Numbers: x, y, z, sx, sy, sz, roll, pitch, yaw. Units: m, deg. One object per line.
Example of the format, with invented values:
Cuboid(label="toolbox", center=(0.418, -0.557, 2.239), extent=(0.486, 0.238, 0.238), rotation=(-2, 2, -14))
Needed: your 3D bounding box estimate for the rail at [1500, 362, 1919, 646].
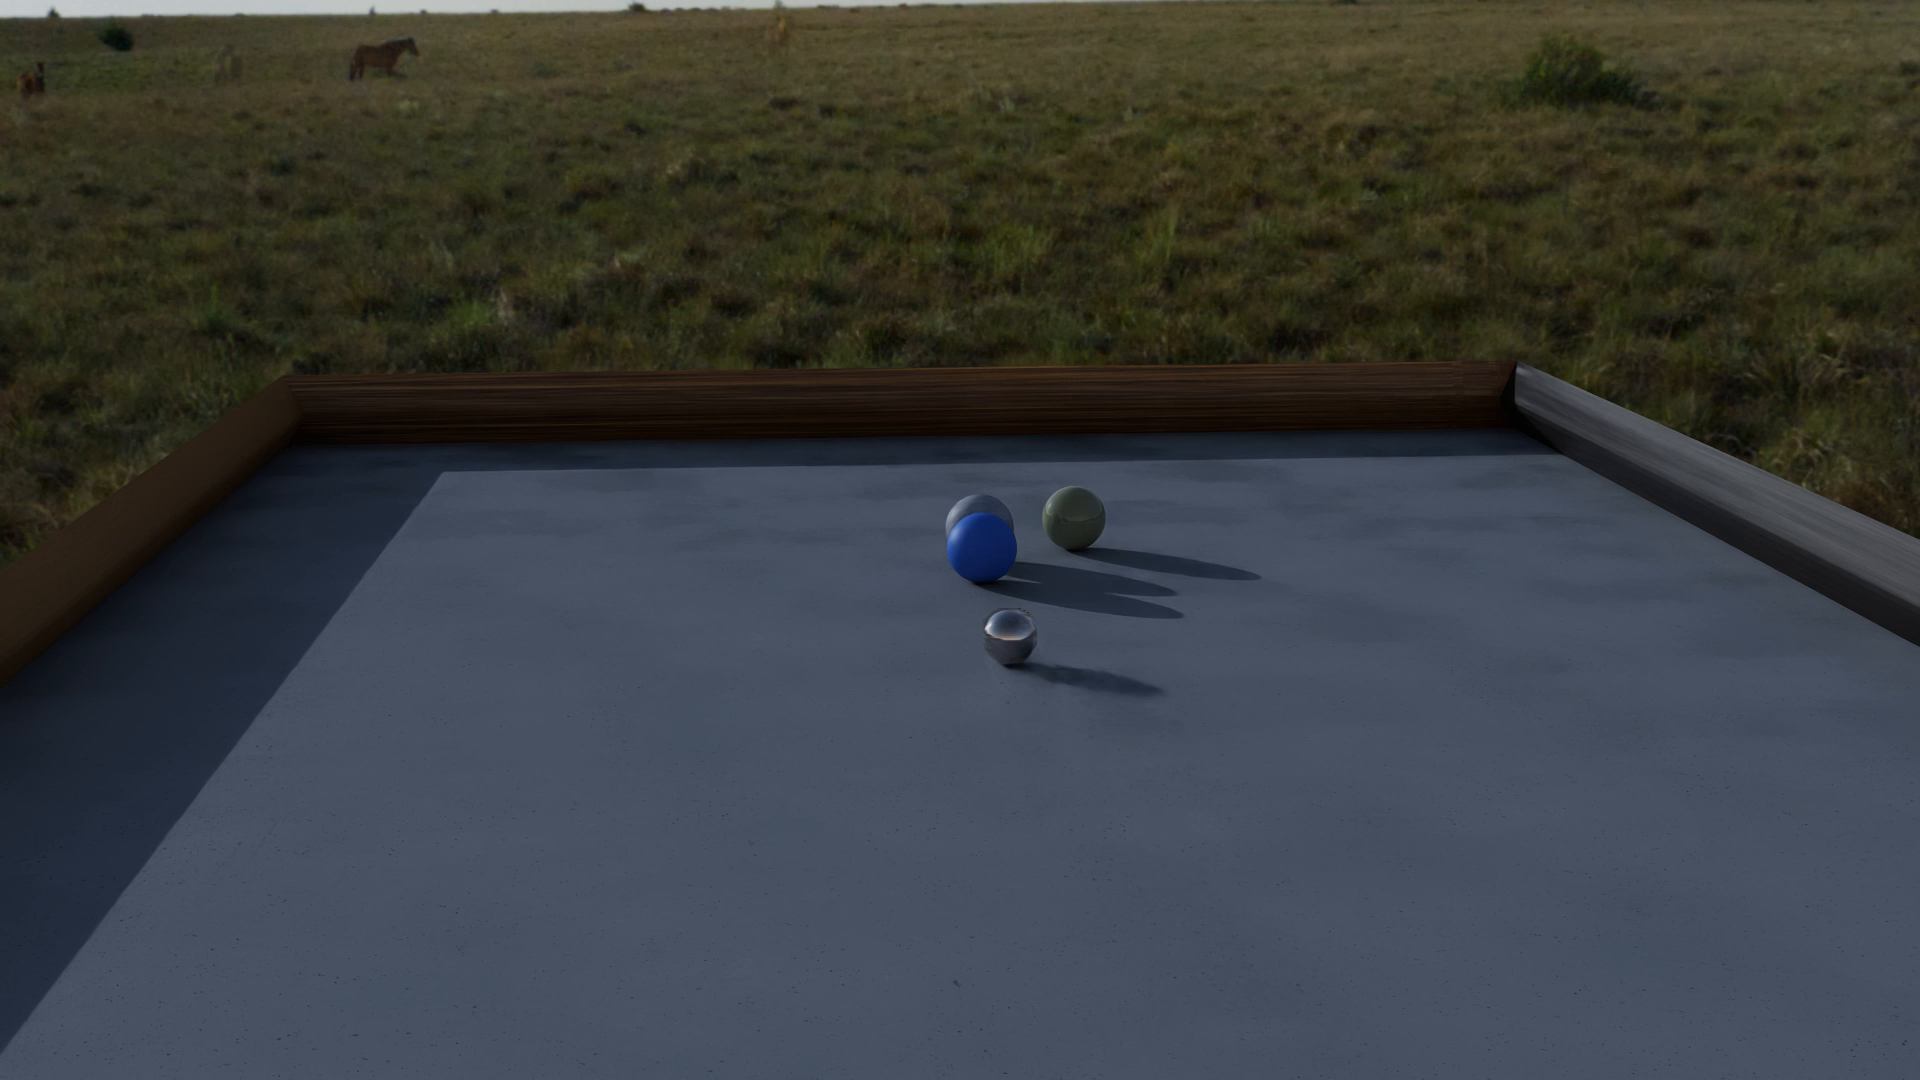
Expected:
Cuboid(label="rail", center=(1.208, 0.204, 2.104), extent=(0.045, 0.128, 4.288), rotation=(-1, 13, -4))

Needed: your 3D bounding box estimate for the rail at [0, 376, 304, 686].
Cuboid(label="rail", center=(-1.036, 0.245, 1.928), extent=(0.045, 0.128, 4.288), rotation=(-1, 13, -4))

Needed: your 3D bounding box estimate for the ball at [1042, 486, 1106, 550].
Cuboid(label="ball", center=(0.166, -0.032, 3.206), extent=(0.094, 0.094, 0.094), rotation=(0, 13, 0))

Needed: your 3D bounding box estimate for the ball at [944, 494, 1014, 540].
Cuboid(label="ball", center=(0.028, -0.016, 3.127), extent=(0.098, 0.098, 0.098), rotation=(0, 13, 0))

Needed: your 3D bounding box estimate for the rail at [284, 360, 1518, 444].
Cuboid(label="rail", center=(-0.084, -0.252, 4.075), extent=(2.299, 0.128, 0.045), rotation=(-1, 13, -4))

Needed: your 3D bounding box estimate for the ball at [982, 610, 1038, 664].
Cuboid(label="ball", center=(0.060, 0.116, 2.627), extent=(0.066, 0.066, 0.066), rotation=(0, 13, 0))

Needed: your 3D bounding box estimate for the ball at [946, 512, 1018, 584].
Cuboid(label="ball", center=(0.030, 0.011, 3.013), extent=(0.097, 0.097, 0.097), rotation=(0, 13, 0))
